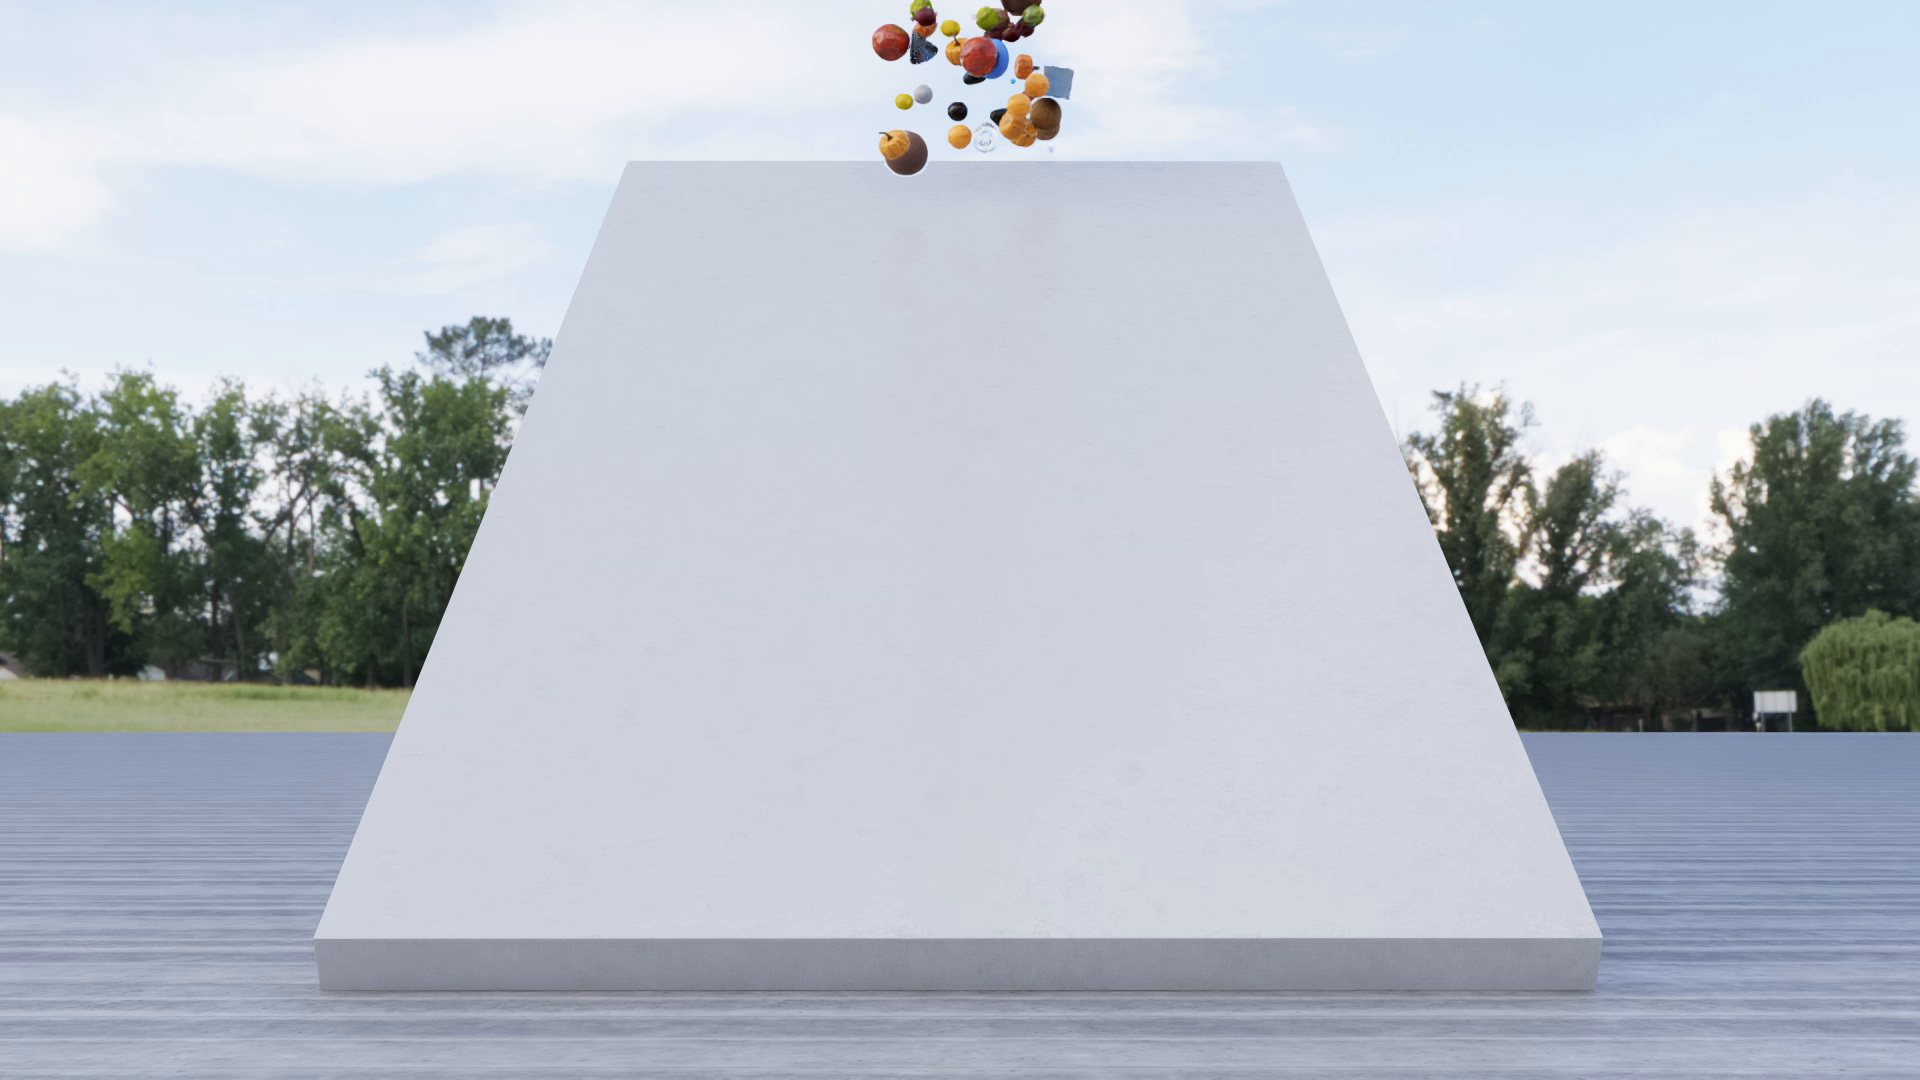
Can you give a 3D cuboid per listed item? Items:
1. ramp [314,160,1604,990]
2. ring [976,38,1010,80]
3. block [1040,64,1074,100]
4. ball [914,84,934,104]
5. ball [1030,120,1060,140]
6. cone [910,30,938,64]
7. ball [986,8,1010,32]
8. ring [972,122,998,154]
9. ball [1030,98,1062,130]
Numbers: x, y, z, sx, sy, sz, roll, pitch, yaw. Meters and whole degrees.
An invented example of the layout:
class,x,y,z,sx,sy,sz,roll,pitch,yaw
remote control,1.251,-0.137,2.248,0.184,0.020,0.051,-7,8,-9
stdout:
class,x,y,z,sx,sy,sz,roll,pitch,yaw
ramp,-0.010,-0.228,5.476,2.000,0.100,4.000,0,26,0
ring,0.093,-1.387,6.815,0.116,0.116,0.039,-4,5,40
block,0.287,-1.358,7.003,0.087,0.087,0.087,9,12,-2
ball,-0.110,-1.341,7.108,0.060,0.060,0.060,0,-5,0
ball,0.258,-1.258,7.167,0.094,0.094,0.094,0,-5,0
cone,-0.126,-1.485,7.045,0.093,0.093,0.093,-22,-15,-6
ball,0.112,-1.533,6.968,0.069,0.069,0.069,0,-5,0
ring,0.079,-1.221,7.173,0.093,0.093,0.031,-4,2,38
ball,0.257,-1.273,7.057,0.098,0.098,0.098,0,-5,0
